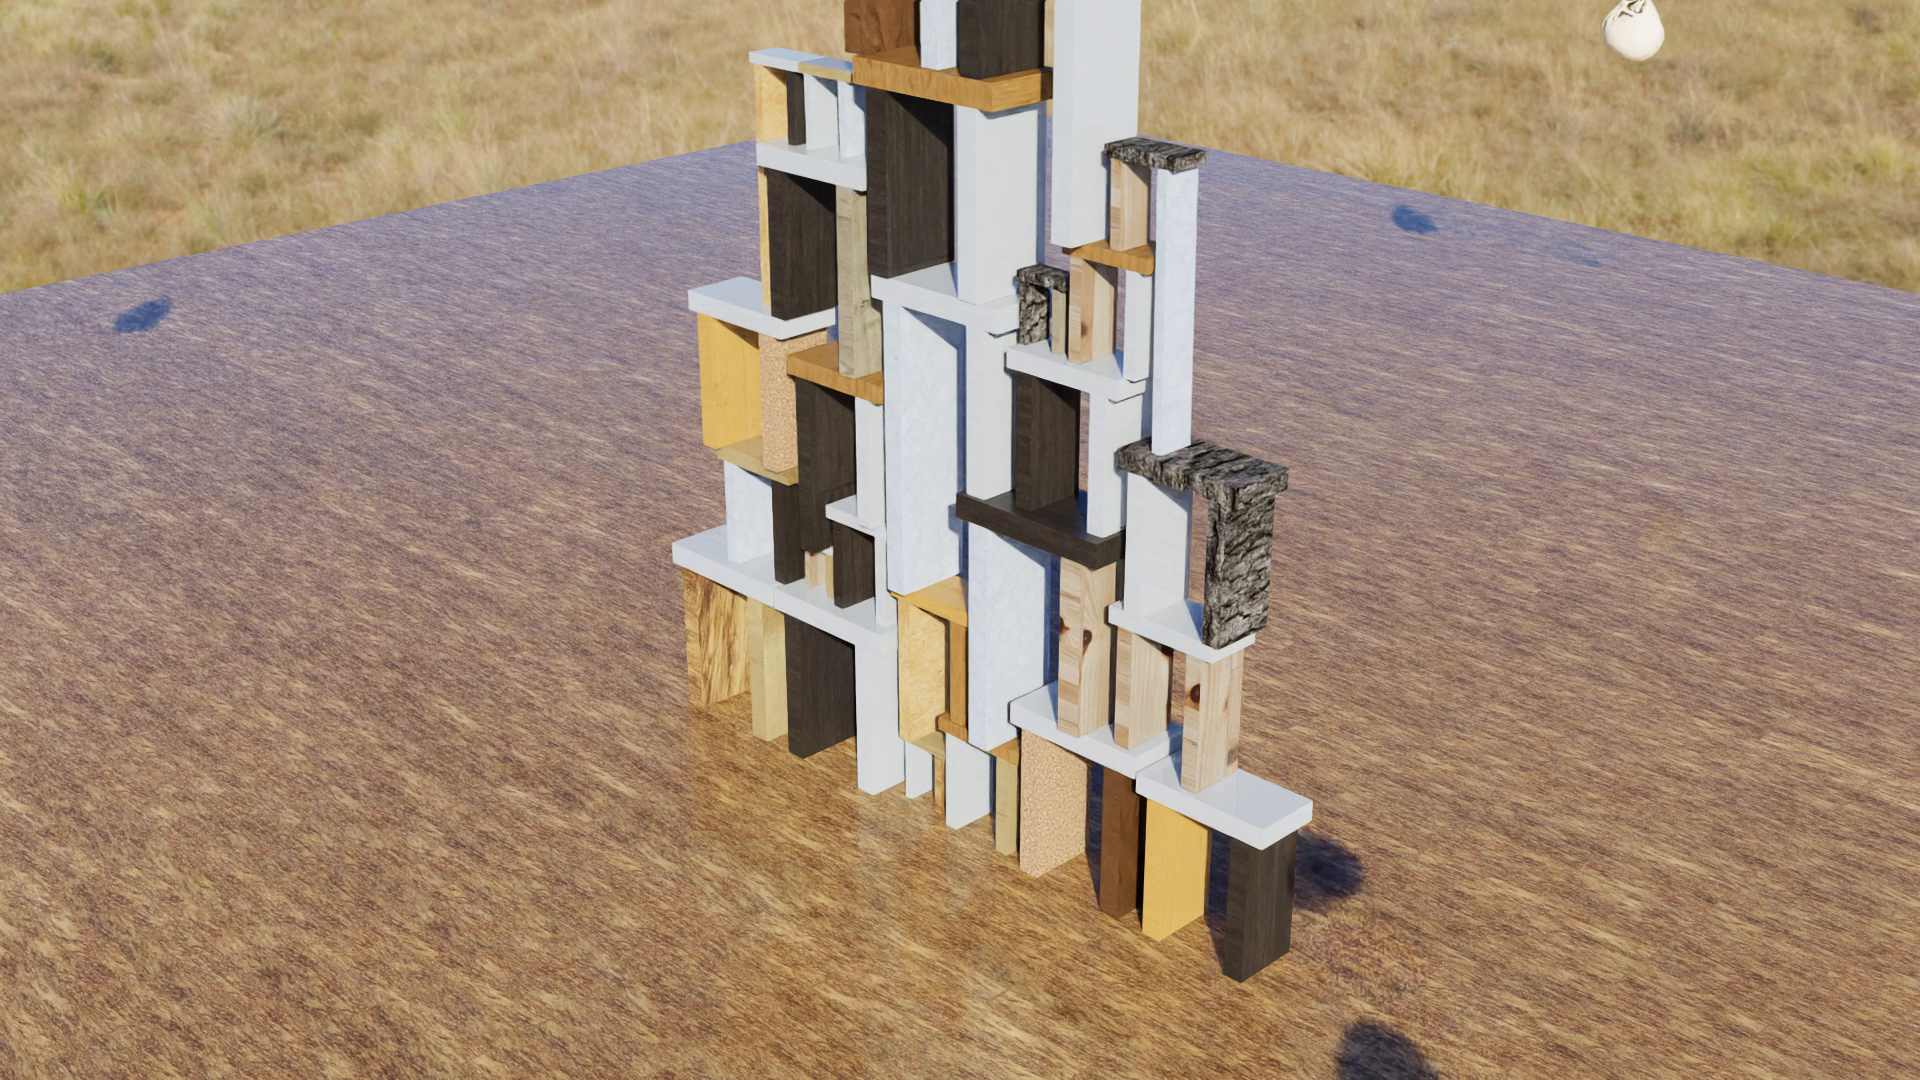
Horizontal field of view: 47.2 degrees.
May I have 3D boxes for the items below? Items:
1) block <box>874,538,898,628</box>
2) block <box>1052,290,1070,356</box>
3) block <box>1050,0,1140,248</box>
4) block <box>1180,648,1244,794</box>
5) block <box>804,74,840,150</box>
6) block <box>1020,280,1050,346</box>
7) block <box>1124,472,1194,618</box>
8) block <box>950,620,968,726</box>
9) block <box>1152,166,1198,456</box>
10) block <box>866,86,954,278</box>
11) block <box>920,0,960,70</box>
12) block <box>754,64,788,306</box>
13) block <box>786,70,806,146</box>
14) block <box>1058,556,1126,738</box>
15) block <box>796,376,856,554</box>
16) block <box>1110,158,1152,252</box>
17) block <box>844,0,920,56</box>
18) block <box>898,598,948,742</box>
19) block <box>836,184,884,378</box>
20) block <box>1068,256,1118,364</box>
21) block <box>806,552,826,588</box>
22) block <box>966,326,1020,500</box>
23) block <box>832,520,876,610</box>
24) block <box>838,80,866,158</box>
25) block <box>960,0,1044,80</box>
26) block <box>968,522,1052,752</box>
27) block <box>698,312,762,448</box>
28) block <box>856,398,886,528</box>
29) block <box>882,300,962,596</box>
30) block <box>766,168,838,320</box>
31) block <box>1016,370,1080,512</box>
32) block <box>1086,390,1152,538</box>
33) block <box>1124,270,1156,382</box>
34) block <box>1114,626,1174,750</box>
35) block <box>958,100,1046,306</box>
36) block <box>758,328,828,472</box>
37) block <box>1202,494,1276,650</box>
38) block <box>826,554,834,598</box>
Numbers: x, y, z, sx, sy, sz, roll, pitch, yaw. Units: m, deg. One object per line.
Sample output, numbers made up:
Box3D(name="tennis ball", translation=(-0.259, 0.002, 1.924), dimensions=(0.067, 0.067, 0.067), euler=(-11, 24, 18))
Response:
Box3D(name="block", translation=(-0.125, 0.072, 4.393), dimensions=(0.094, 0.188, 0.027), euler=(-21, 31, -41))
Box3D(name="block", translation=(0.187, -0.387, 3.852), dimensions=(0.058, 0.116, 0.016), euler=(-21, 31, -40))
Box3D(name="block", translation=(0.226, -0.782, 3.640), dimensions=(0.162, 0.575, 0.046), euler=(-22, 31, -41))
Box3D(name="block", translation=(0.445, 0.306, 3.872), dimensions=(0.118, 0.264, 0.033), euler=(-21, 31, -41))
Box3D(name="block", translation=(-0.260, -0.815, 4.162), dimensions=(0.020, 0.141, 0.071), euler=(20, 30, 41))
Box3D(name="block", translation=(0.133, -0.409, 3.903), dimensions=(0.058, 0.116, 0.016), euler=(-20, 30, -39))
Box3D(name="block", translation=(0.348, -0.007, 3.847), dimensions=(0.132, 0.265, 0.037), euler=(-21, 31, -40))
Box3D(name="block", translation=(0.031, 0.244, 4.300), dimensions=(0.031, 0.218, 0.109), euler=(21, 31, 40))
Box3D(name="block", translation=(0.358, -0.382, 3.666), dimensions=(0.077, 0.491, 0.022), euler=(-22, 31, -40))
Box3D(name="block", translation=(-0.090, -0.668, 4.033), dimensions=(0.049, 0.347, 0.173), euler=(21, 31, 41))
Box3D(name="block", translation=(-0.001, -0.976, 3.809), dimensions=(0.042, 0.297, 0.149), euler=(21, 31, 41))
Box3D(name="block", translation=(-0.363, -0.699, 4.323), dimensions=(0.020, 0.480, 0.071), euler=(21, 31, 40))
Box3D(name="block", translation=(-0.297, -0.829, 4.194), dimensions=(0.020, 0.141, 0.071), euler=(21, 31, 40))
Box3D(name="block", translation=(0.257, 0.172, 4.010), dimensions=(0.173, 0.346, 0.049), euler=(-21, 31, -41))
Box3D(name="block", translation=(-0.265, -0.166, 4.440), dimensions=(0.037, 0.370, 0.132), euler=(21, 31, 41))
Box3D(name="block", translation=(0.285, -0.565, 3.668), dimensions=(0.077, 0.154, 0.022), euler=(-22, 30, -40))
Box3D(name="block", translation=(-0.141, -1.031, 3.937), dimensions=(0.042, 0.297, 0.148), euler=(21, 31, 40))
Box3D(name="block", translation=(-0.072, 0.246, 4.412), dimensions=(0.031, 0.309, 0.109), euler=(21, 31, 41))
Box3D(name="block", translation=(-0.164, -0.505, 4.194), dimensions=(0.148, 0.371, 0.042), euler=(-21, 31, -40))
Box3D(name="block", translation=(0.231, -0.407, 3.805), dimensions=(0.027, 0.190, 0.095), euler=(21, 31, 40))
Box3D(name="block", translation=(-0.299, 0.050, 4.563), dimensions=(0.048, 0.095, 0.014), euler=(-21, 33, -40))
Box3D(name="block", translation=(0.085, -0.250, 4.023), dimensions=(0.046, 0.324, 0.162), euler=(21, 31, 40))
Box3D(name="block", translation=(-0.214, 0.038, 4.474), dimensions=(0.094, 0.188, 0.027), euler=(-21, 31, -41))
Box3D(name="block", translation=(-0.193, -0.789, 4.101), dimensions=(0.020, 0.141, 0.071), euler=(20, 30, 41))
Box3D(name="block", translation=(0.073, -0.957, 3.729), dimensions=(0.046, 0.323, 0.162), euler=(21, 31, 41))
Box3D(name="block", translation=(0.095, 0.162, 4.183), dimensions=(0.049, 0.461, 0.173), euler=(21, 31, 41))
Box3D(name="block", translation=(-0.472, -0.347, 4.582), dimensions=(0.041, 0.288, 0.144), euler=(21, 31, 41))
Box3D(name="block", translation=(-0.141, -0.167, 4.307), dimensions=(0.132, 0.265, 0.037), euler=(-21, 31, -39))
Box3D(name="block", translation=(-0.068, -0.190, 4.215), dimensions=(0.046, 0.585, 0.162), euler=(21, 31, 41))
Box3D(name="block", translation=(-0.304, -0.592, 4.306), dimensions=(0.149, 0.297, 0.042), euler=(-21, 31, -41))
Box3D(name="block", translation=(0.159, -0.193, 3.971), dimensions=(0.037, 0.260, 0.130), euler=(21, 31, 40))
Box3D(name="block", translation=(0.282, -0.146, 3.859), dimensions=(0.037, 0.260, 0.130), euler=(21, 31, 40))
Box3D(name="block", translation=(0.320, -0.372, 3.722), dimensions=(0.027, 0.190, 0.095), euler=(21, 31, 40))
Box3D(name="block", translation=(0.333, 0.249, 3.969), dimensions=(0.118, 0.236, 0.033), euler=(-21, 31, -40))
Box3D(name="block", translation=(0.074, -0.605, 3.883), dimensions=(0.049, 0.346, 0.173), euler=(21, 31, 41))
Box3D(name="block", translation=(-0.335, -0.294, 4.458), dimensions=(0.144, 0.288, 0.041), euler=(-21, 31, -40))
Box3D(name="block", translation=(0.472, 0.042, 3.731), dimensions=(0.132, 0.265, 0.037), euler=(-21, 31, -41))
Box3D(name="block", translation=(-0.253, 0.067, 4.522), dimensions=(0.014, 0.095, 0.048), euler=(22, 31, 39))
